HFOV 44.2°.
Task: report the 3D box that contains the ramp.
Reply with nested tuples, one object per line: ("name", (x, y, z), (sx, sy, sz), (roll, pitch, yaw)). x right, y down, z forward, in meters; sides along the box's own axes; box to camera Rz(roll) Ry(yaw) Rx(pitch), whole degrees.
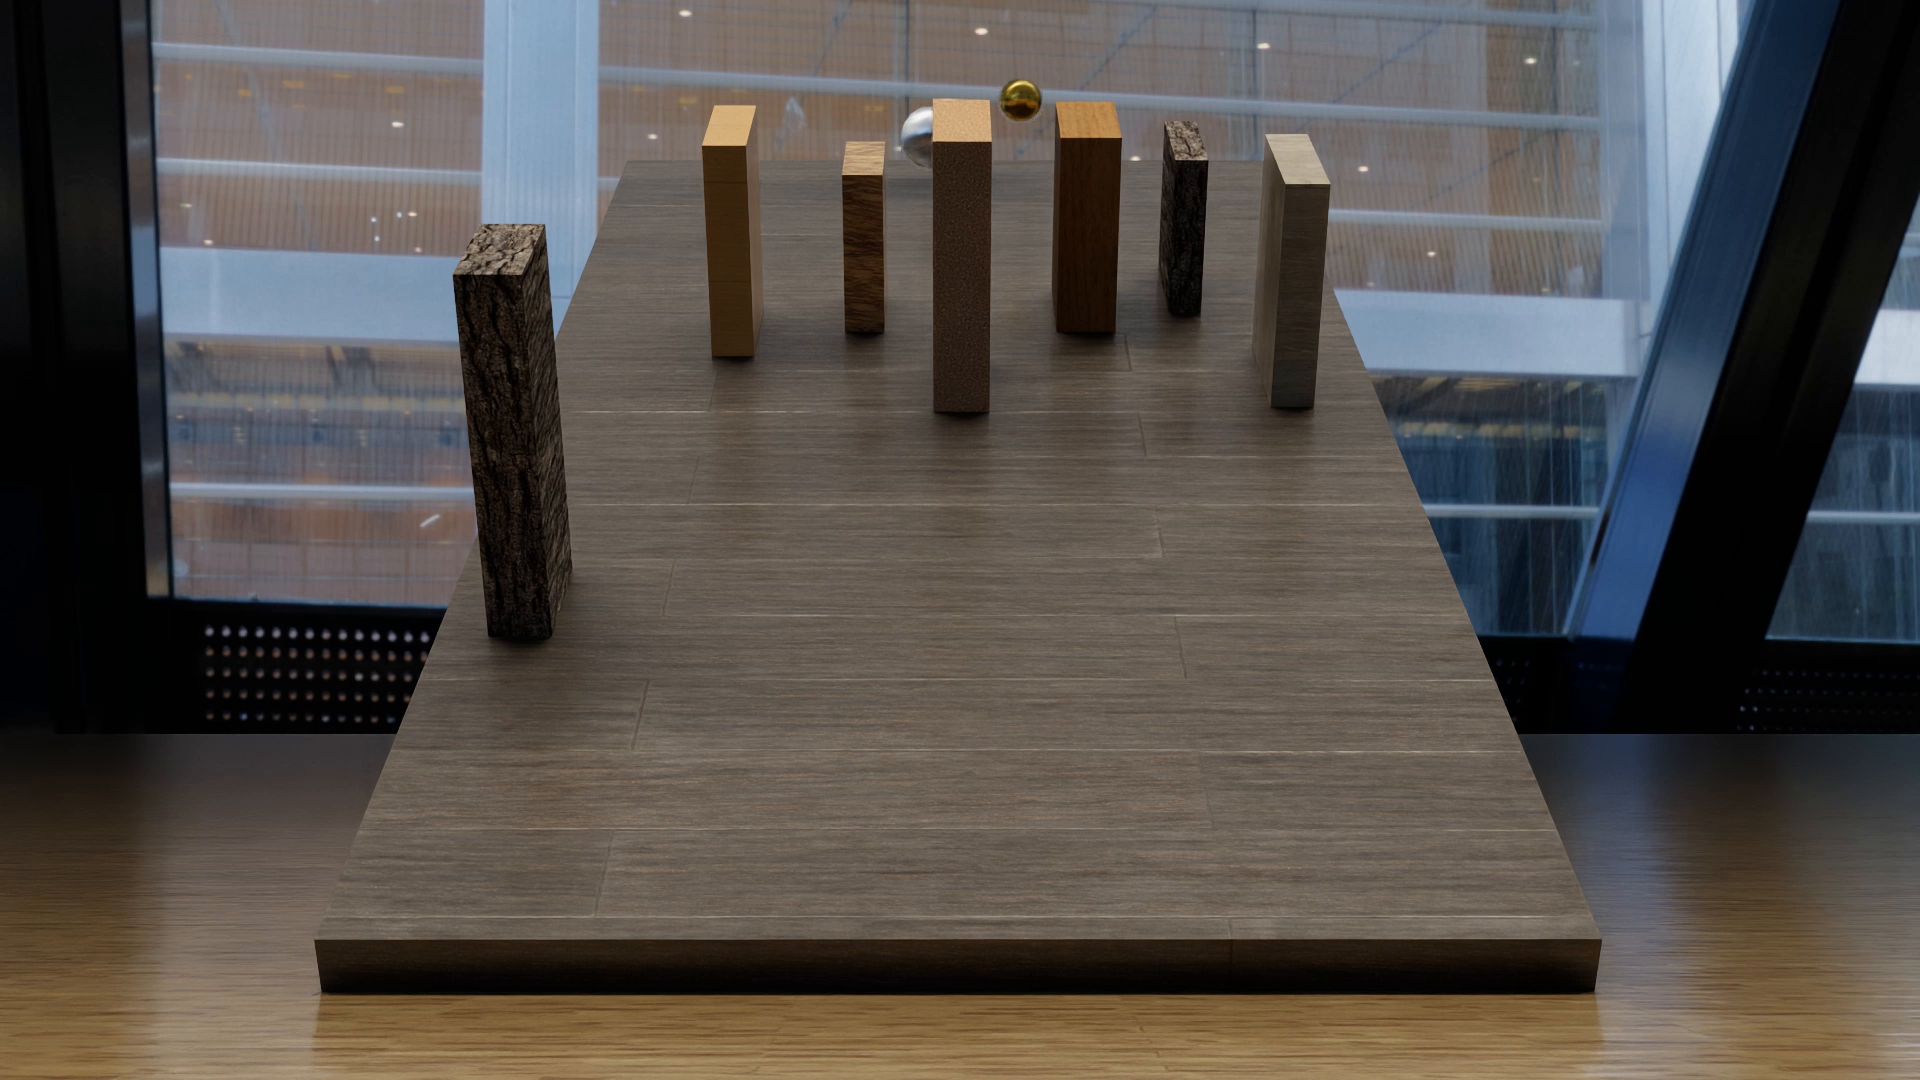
("ramp", (-0.010, -0.228, 5.481), (2.000, 0.100, 4.000), (0, 27, 0))

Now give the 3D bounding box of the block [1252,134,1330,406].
("block", (0.779, -0.640, 5.593), (0.101, 0.543, 0.381), (0, 27, 0))

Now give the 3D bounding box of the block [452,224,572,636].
("block", (-0.844, -0.206, 4.498), (0.123, 0.735, 0.277), (0, 27, 0))

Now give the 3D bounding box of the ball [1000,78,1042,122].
("ball", (0.178, -1.291, 6.933), (0.124, 0.124, 0.124), (0, -5, 0))

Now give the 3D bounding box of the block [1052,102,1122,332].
("block", (0.318, -0.822, 5.996), (0.148, 0.505, 0.313), (0, 27, 0))

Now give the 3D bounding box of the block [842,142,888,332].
("block", (-0.240, -0.771, 5.997), (0.099, 0.411, 0.276), (0, 27, 0))

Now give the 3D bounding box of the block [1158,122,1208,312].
("block", (0.579, -0.843, 6.152), (0.083, 0.406, 0.338), (0, 27, 0))

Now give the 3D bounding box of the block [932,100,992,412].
("block", (0.003, -0.664, 5.516), (0.131, 0.650, 0.331), (0, 27, 0))

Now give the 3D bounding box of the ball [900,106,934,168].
("ball", (-0.084, -1.195, 7.011), (0.182, 0.182, 0.182), (0, -5, 0))

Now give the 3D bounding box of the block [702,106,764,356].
("block", (-0.559, -0.767, 5.849), (0.104, 0.534, 0.335), (0, 27, 0))
